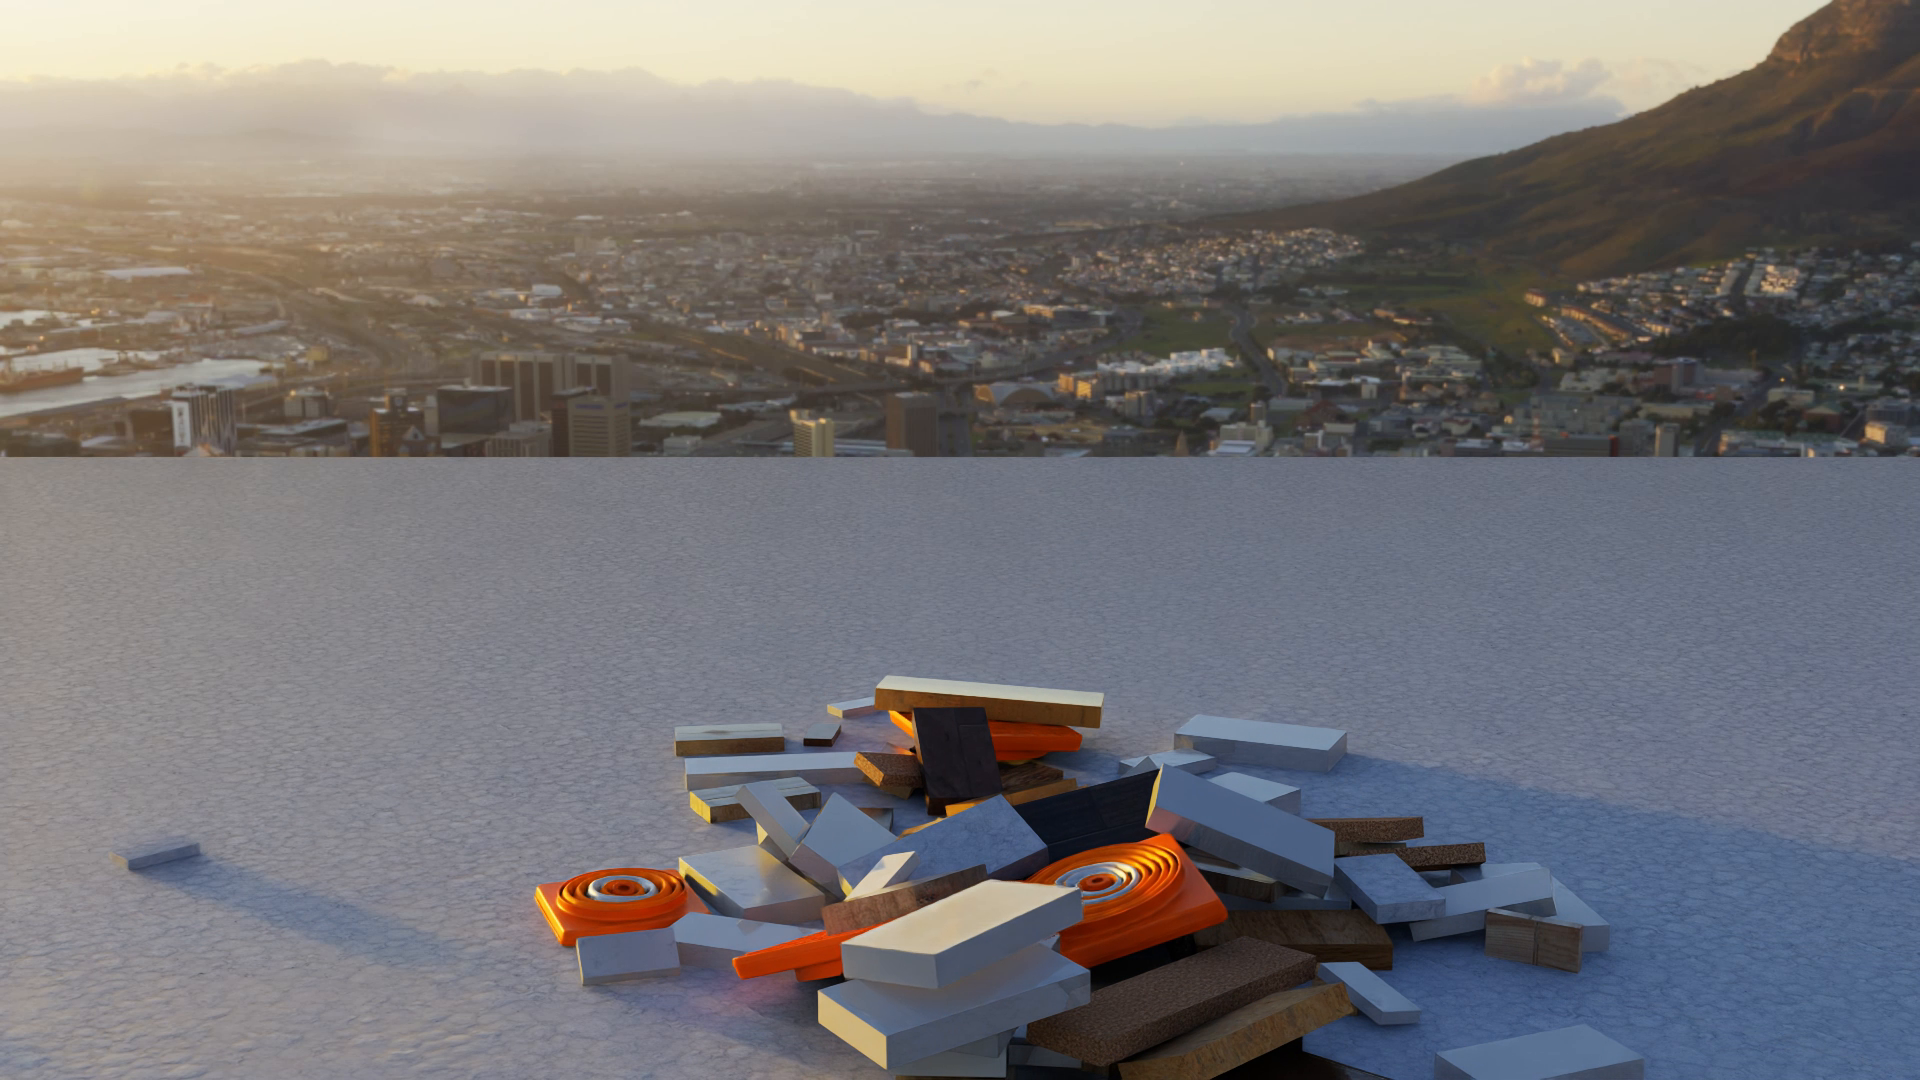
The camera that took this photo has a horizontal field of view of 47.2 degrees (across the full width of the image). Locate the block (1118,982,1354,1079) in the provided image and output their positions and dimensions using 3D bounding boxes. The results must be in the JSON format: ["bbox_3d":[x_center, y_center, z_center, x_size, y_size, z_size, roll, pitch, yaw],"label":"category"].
[{"bbox_3d":[0.368,0.663,2.931,0.292,0.041,0.146,-15,-7,-34],"label":"block"}]

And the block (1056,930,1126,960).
[{"bbox_3d":[0.145,0.632,3.363,0.208,0.029,0.104,-1,12,-1],"label":"block"}]

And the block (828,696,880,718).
[{"bbox_3d":[-0.224,0.367,4.824,0.119,0.017,0.059,-7,13,-35],"label":"block"}]

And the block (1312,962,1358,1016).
[{"bbox_3d":[0.555,0.660,3.236,0.072,0.020,0.143,3,11,14],"label":"block"}]

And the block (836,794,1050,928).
[{"bbox_3d":[-0.027,0.526,3.537,0.304,0.043,0.152,-22,38,-20],"label":"block"}]

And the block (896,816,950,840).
[{"bbox_3d":[-0.064,0.521,3.742,0.108,0.030,0.215,-19,3,13],"label":"block"}]

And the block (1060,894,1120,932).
[{"bbox_3d":[0.150,0.599,3.540,0.208,0.029,0.104,2,11,9],"label":"block"}]

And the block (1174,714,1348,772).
[{"bbox_3d":[0.614,0.414,4.492,0.319,0.045,0.160,5,11,23],"label":"block"}]

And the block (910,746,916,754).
[{"bbox_3d":[-0.036,0.432,4.472,0.119,0.017,0.059,5,12,26],"label":"block"}]

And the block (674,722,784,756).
[{"bbox_3d":[-0.477,0.411,4.546,0.221,0.031,0.110,-2,11,-8],"label":"block"}]

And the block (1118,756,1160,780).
[{"bbox_3d":[0.303,0.444,3.984,0.123,0.035,0.247,-39,-7,-1],"label":"block"}]

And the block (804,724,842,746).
[{"bbox_3d":[-0.288,0.408,4.603,0.059,0.017,0.119,1,11,6],"label":"block"}]

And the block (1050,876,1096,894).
[{"bbox_3d":[0.176,0.573,3.664,0.061,0.017,0.122,15,4,-23],"label":"block"}]

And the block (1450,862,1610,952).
[{"bbox_3d":[0.914,0.591,3.546,0.149,0.042,0.299,-1,11,-7],"label":"block"}]

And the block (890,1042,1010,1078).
[{"bbox_3d":[-0.008,0.669,2.972,0.149,0.042,0.298,0,-1,3],"label":"block"}]

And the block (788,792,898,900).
[{"bbox_3d":[-0.193,0.523,3.715,0.142,0.040,0.284,36,13,0],"label":"block"}]

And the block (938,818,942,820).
[{"bbox_3d":[0.021,0.521,3.929,0.064,0.018,0.128,13,-2,-38],"label":"block"}]

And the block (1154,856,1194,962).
[{"bbox_3d":[0.335,0.578,3.447,0.029,0.104,0.208,-1,11,-3],"label":"block"}]

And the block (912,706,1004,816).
[{"bbox_3d":[-0.006,0.419,4.198,0.142,0.040,0.283,0,32,-8],"label":"block"}]

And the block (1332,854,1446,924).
[{"bbox_3d":[0.682,0.556,3.522,0.112,0.032,0.223,-3,11,-9],"label":"block"}]

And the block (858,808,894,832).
[{"bbox_3d":[-0.172,0.523,3.958,0.094,0.027,0.187,0,11,1],"label":"block"}]

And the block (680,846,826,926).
[{"bbox_3d":[-0.347,0.575,3.641,0.142,0.040,0.283,-6,12,-28],"label":"block"}]

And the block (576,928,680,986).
[{"bbox_3d":[-0.500,0.627,3.311,0.146,0.021,0.073,-3,45,-17],"label":"block"}]

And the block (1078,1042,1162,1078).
[{"bbox_3d":[0.217,0.690,3.057,0.097,0.028,0.194,7,13,35],"label":"block"}]

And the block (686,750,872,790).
[{"bbox_3d":[-0.352,0.452,4.324,0.371,0.031,0.110,-2,11,-8],"label":"block"}]

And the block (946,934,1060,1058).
[{"bbox_3d":[0.023,0.596,2.938,0.149,0.042,0.298,4,15,17],"label":"block"}]

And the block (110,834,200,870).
[{"bbox_3d":[-1.408,0.547,3.850,0.066,0.019,0.131,10,14,43],"label":"block"}]

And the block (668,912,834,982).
[{"bbox_3d":[-0.334,0.625,3.386,0.248,0.035,0.124,4,11,21],"label":"block"}]

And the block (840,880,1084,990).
[{"bbox_3d":[0.007,0.515,2.896,0.157,0.044,0.314,-2,7,39],"label":"block"}]

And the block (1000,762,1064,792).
[{"bbox_3d":[0.107,0.468,4.258,0.177,0.025,0.089,-10,15,-43],"label":"block"}]
